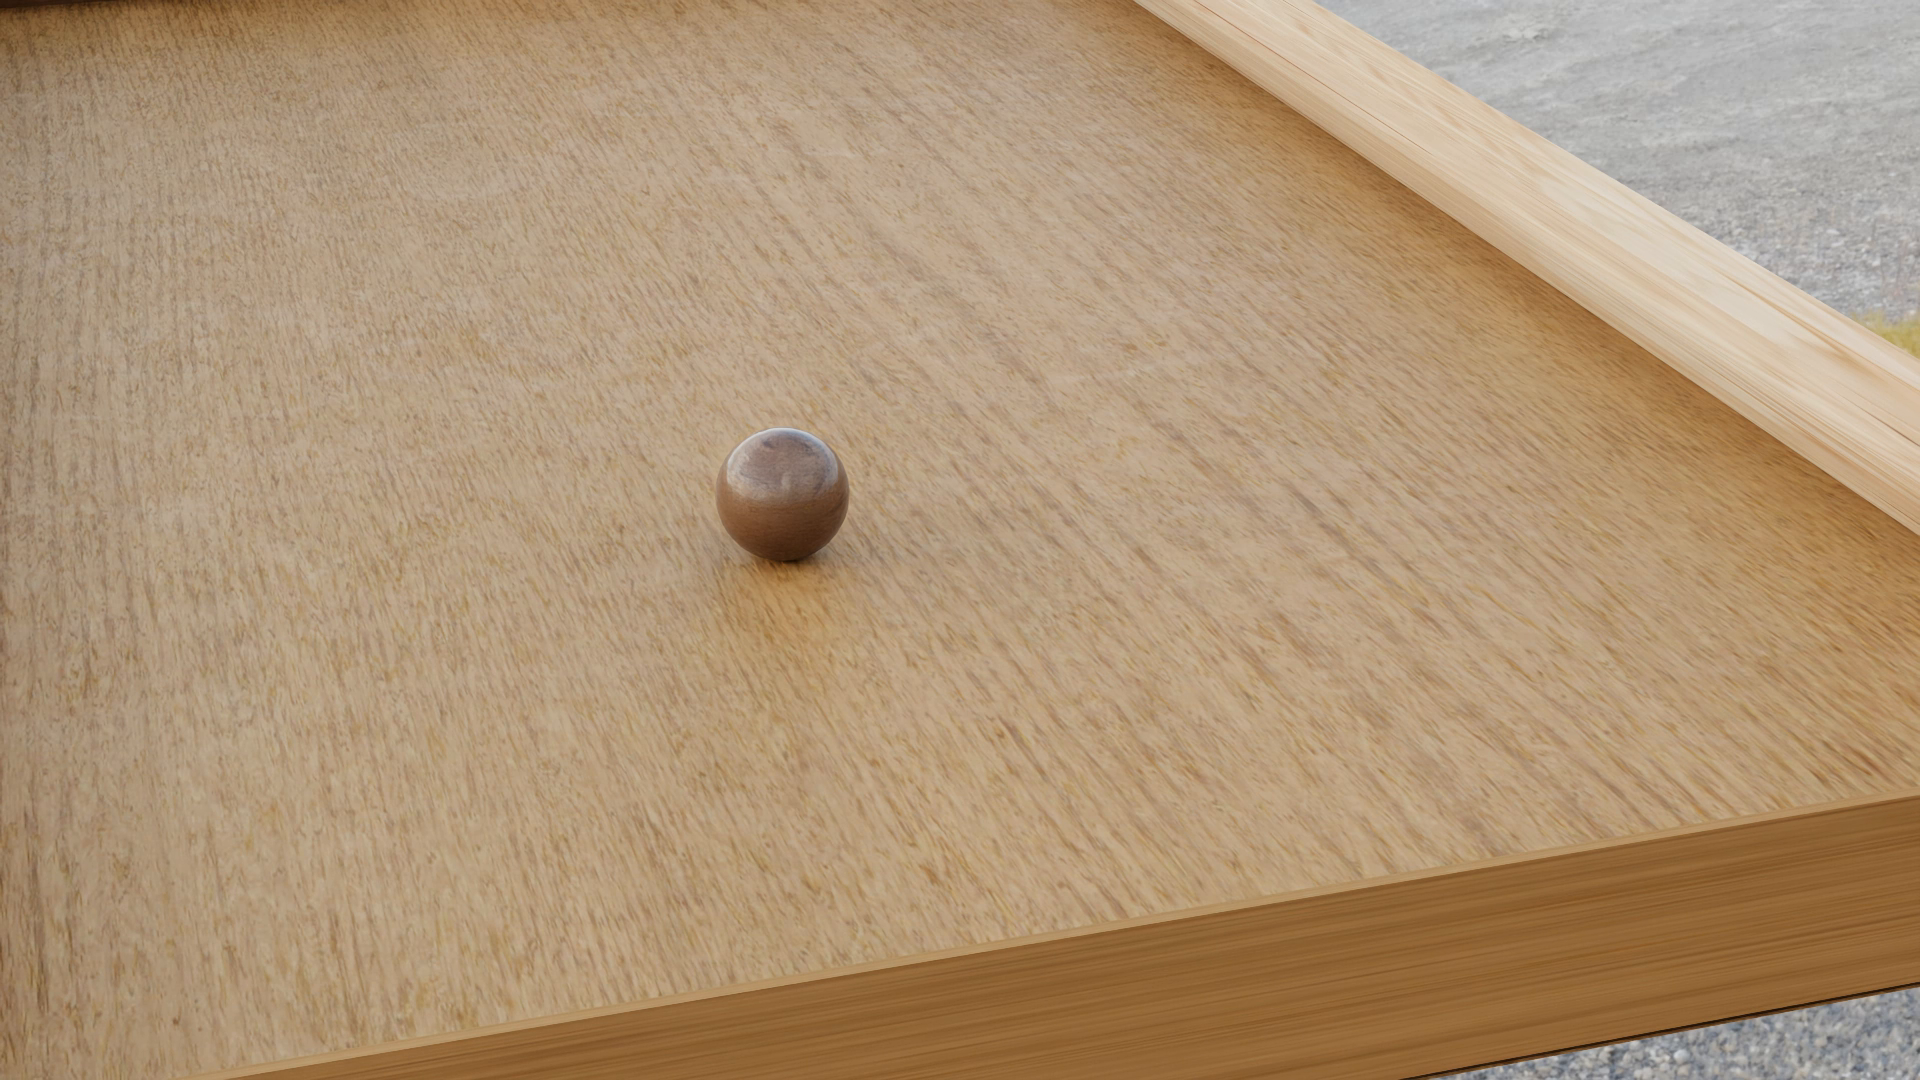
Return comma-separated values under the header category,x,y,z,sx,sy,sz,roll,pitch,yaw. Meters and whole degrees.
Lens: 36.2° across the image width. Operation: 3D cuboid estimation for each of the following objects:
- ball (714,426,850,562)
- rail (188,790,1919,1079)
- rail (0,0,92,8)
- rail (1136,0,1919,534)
category,x,y,z,sx,sy,sz,roll,pitch,yaw
ball,-0.129,-0.034,2.141,0.098,0.098,0.098,0,24,0
rail,0.185,0.225,1.535,1.427,0.127,0.045,-7,25,-16
rail,-0.568,-0.783,3.750,1.427,0.127,0.045,-7,25,-16
rail,0.467,-0.364,2.828,0.045,0.127,2.594,-7,25,-16
